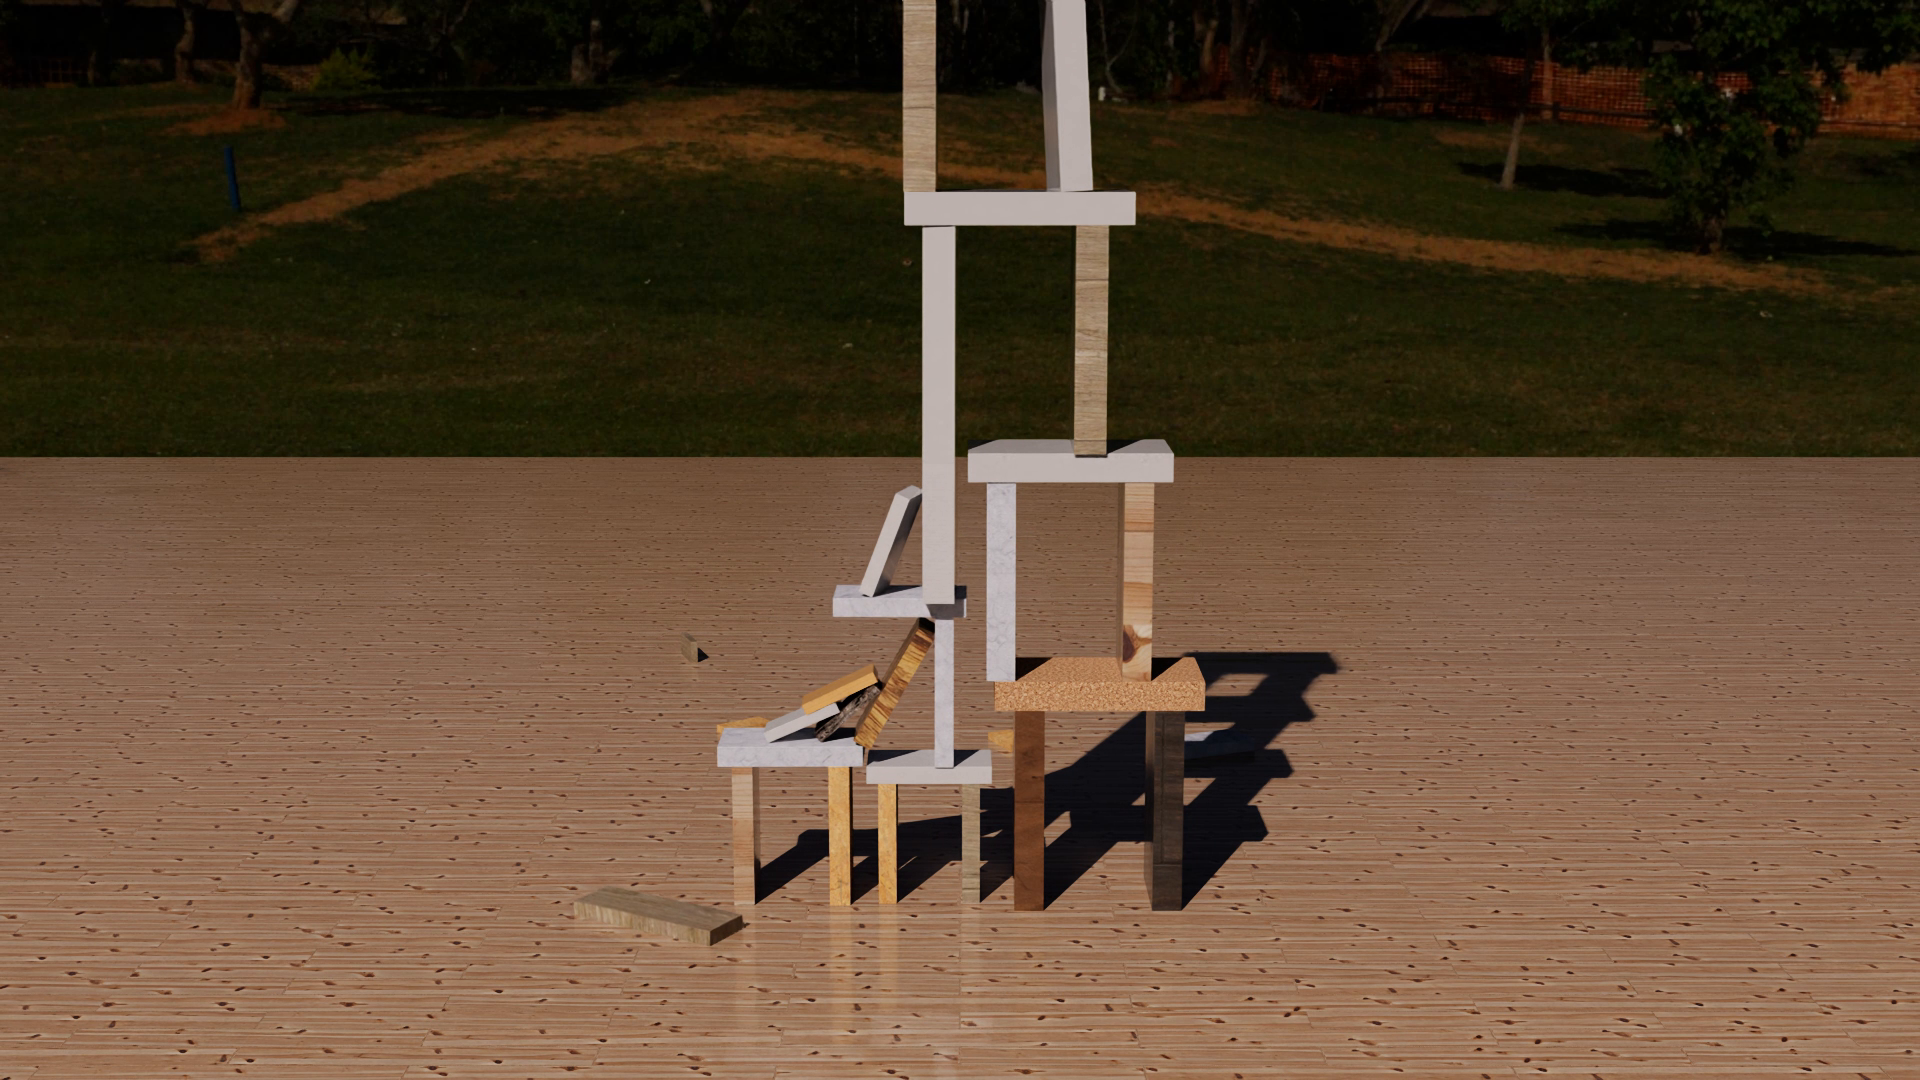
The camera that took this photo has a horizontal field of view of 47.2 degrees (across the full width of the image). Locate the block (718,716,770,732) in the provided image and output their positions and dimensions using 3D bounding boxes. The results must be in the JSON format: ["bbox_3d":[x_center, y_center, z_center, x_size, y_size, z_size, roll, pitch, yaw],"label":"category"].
[{"bbox_3d":[-0.457,0.396,4.671,0.105,0.015,0.053,-8,13,-38],"label":"block"}]

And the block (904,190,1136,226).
[{"bbox_3d":[0.090,-0.524,3.459,0.355,0.050,0.178,0,11,-1],"label":"block"}]

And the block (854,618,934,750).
[{"bbox_3d":[-0.107,0.232,3.606,0.030,0.214,0.107,29,9,-5],"label":"block"}]

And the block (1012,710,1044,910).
[{"bbox_3d":[0.113,0.424,3.639,0.048,0.337,0.168,0,11,0],"label":"block"}]

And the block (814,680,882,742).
[{"bbox_3d":[-0.184,0.276,3.614,0.129,0.018,0.064,-41,8,7],"label":"block"}]

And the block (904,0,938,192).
[{"bbox_3d":[-0.061,-0.722,3.426,0.050,0.351,0.175,0,11,1],"label":"block"}]

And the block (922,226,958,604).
[{"bbox_3d":[-0.031,-0.207,3.520,0.050,0.595,0.178,0,11,2],"label":"block"}]

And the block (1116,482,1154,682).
[{"bbox_3d":[0.283,0.053,3.571,0.046,0.323,0.162,0,11,0],"label":"block"}]

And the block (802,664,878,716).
[{"bbox_3d":[-0.196,0.244,3.603,0.129,0.018,0.064,-25,10,3],"label":"block"}]

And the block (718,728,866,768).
[{"bbox_3d":[-0.276,0.341,3.626,0.236,0.033,0.118,0,11,0],"label":"block"}]

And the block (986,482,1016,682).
[{"bbox_3d":[0.066,0.053,3.572,0.046,0.323,0.162,0,11,1],"label":"block"}]

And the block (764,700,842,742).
[{"bbox_3d":[-0.258,0.292,3.613,0.129,0.018,0.064,-23,10,4],"label":"block"}]

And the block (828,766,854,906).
[{"bbox_3d":[-0.197,0.473,3.651,0.033,0.236,0.118,0,11,0],"label":"block"}]

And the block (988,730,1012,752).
[{"bbox_3d":[0.105,0.416,4.565,0.053,0.015,0.105,-5,12,-25],"label":"block"}]

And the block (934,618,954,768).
[{"bbox_3d":[-0.025,0.237,3.605,0.030,0.250,0.107,0,11,0],"label":"block"}]

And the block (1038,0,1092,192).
[{"bbox_3d":[0.163,-0.722,3.421,0.050,0.351,0.175,-4,11,-4],"label":"block"}]

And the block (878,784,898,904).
[{"bbox_3d":[-0.119,0.489,3.653,0.029,0.204,0.102,0,11,0],"label":"block"}]

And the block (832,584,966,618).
[{"bbox_3d":[-0.096,0.099,3.580,0.214,0.030,0.107,0,11,0],"label":"block"}]

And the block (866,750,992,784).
[{"bbox_3d":[-0.050,0.374,3.632,0.204,0.029,0.102,0,11,0],"label":"block"}]

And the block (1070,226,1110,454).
[{"bbox_3d":[0.205,-0.325,3.498,0.050,0.356,0.178,0,11,1],"label":"block"}]

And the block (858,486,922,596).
[{"bbox_3d":[-0.109,0.001,3.553,0.025,0.175,0.087,24,16,11],"label":"block"}]

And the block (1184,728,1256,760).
[{"bbox_3d":[0.508,0.419,4.521,0.175,0.025,0.087,-5,12,-24],"label":"block"}]

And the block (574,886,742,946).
[{"bbox_3d":[-0.486,0.603,3.533,0.272,0.025,0.087,6,12,29],"label":"block"}]

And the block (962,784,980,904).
[{"bbox_3d":[0.018,0.489,3.654,0.029,0.204,0.102,0,11,0],"label":"block"}]

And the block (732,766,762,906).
[{"bbox_3d":[-0.354,0.474,3.651,0.033,0.236,0.118,0,11,0],"label":"block"}]

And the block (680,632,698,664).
[{"bbox_3d":[-0.653,0.259,5.305,0.015,0.053,0.105,-4,11,-20],"label":"block"}]

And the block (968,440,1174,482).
[{"bbox_3d":[0.174,-0.128,3.535,0.323,0.046,0.162,0,11,0],"label":"block"}]

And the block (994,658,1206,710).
[{"bbox_3d":[0.224,0.235,3.605,0.337,0.048,0.168,0,11,0],"label":"block"}]

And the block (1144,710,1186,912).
[{"bbox_3d":[0.337,0.424,3.639,0.048,0.337,0.168,0,11,0],"label":"block"}]
